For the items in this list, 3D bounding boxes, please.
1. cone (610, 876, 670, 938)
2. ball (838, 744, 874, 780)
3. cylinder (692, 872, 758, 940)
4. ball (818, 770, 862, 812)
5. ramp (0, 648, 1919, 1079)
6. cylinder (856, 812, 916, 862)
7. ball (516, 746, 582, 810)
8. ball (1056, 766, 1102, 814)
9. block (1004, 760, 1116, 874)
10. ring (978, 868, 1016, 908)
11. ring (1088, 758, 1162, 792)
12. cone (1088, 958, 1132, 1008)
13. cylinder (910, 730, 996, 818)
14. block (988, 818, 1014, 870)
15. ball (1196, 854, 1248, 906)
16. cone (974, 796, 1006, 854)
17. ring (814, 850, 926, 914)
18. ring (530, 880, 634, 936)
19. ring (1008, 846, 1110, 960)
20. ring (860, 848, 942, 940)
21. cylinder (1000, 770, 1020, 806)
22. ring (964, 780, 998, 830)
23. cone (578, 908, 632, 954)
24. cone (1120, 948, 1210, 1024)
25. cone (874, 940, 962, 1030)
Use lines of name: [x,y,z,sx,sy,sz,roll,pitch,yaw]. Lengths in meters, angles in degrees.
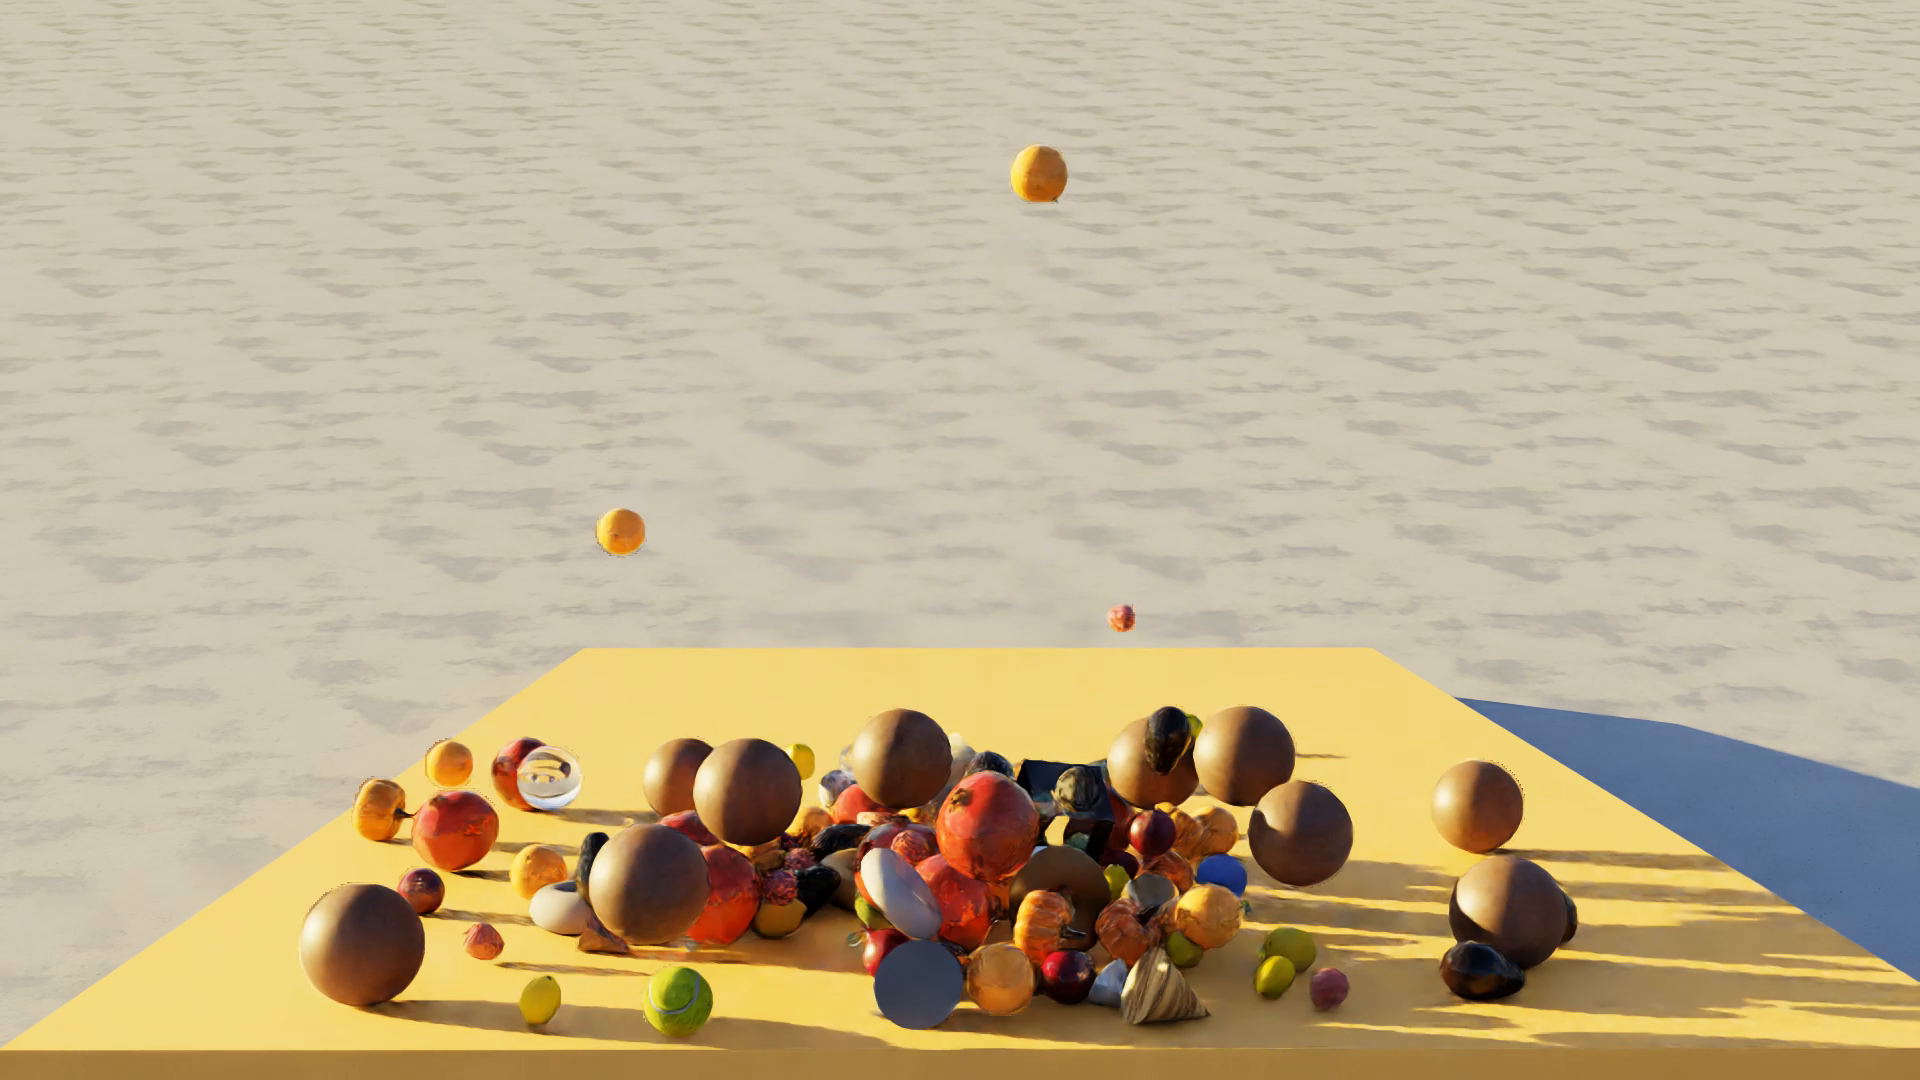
cone: [-0.396,0.450,3.032,0.081,0.081,0.081,-23,27,-14]
ball: [-0.144,0.309,3.578,0.050,0.050,0.050,0,21,0]
cylinder: [-0.278,0.433,3.045,0.057,0.057,0.057,13,48,30]
ball: [-0.185,0.387,3.964,0.067,0.067,0.067,0,21,0]
ramp: [0.048,0.438,4.532,2.000,0.100,4.000,0,3,0]
cylinder: [-0.099,0.404,3.398,0.077,0.077,0.077,3,-15,1]
ball: [-0.511,0.296,3.195,0.081,0.081,0.081,0,21,0]
ball: [0.135,0.282,2.904,0.052,0.052,0.052,0,21,0]
block: [0.115,0.329,3.022,0.095,0.095,0.095,7,36,-16]
ring: [0.060,0.440,3.250,0.075,0.025,0.075,8,21,-3]
ring: [0.267,0.384,4.214,0.131,0.044,0.131,-1,2,0]
cone: [0.175,0.480,2.695,0.057,0.057,0.057,-18,49,-39]
cylinder: [-0.010,0.327,3.587,0.086,0.086,0.086,-42,30,-5]
block: [0.075,0.416,3.501,0.061,0.061,0.061,1,3,14]
ball: [0.330,0.429,3.245,0.065,0.065,0.065,0,21,0]
cone: [0.059,0.400,3.638,0.078,0.078,0.078,0,3,0]
ring: [-0.113,0.430,3.239,0.143,0.048,0.143,6,14,-1]
ring: [-0.446,0.444,3.113,0.150,0.050,0.150,0,2,0]
ring: [0.114,0.416,2.940,0.130,0.130,0.043,-11,1,-28]
ring: [-0.061,0.370,2.687,0.037,0.112,0.112,-39,20,8]
cylinder: [0.098,0.380,3.833,0.063,0.063,0.063,7,22,18]
ring: [0.029,0.372,3.634,0.028,0.083,0.083,19,19,-8]
cone: [-0.403,0.464,2.973,0.056,0.056,0.056,28,28,11]
cone: [0.225,0.476,2.652,0.085,0.085,0.085,27,14,-19]
cone: [-0.034,0.472,2.667,0.093,0.093,0.093,5,-21,14]
